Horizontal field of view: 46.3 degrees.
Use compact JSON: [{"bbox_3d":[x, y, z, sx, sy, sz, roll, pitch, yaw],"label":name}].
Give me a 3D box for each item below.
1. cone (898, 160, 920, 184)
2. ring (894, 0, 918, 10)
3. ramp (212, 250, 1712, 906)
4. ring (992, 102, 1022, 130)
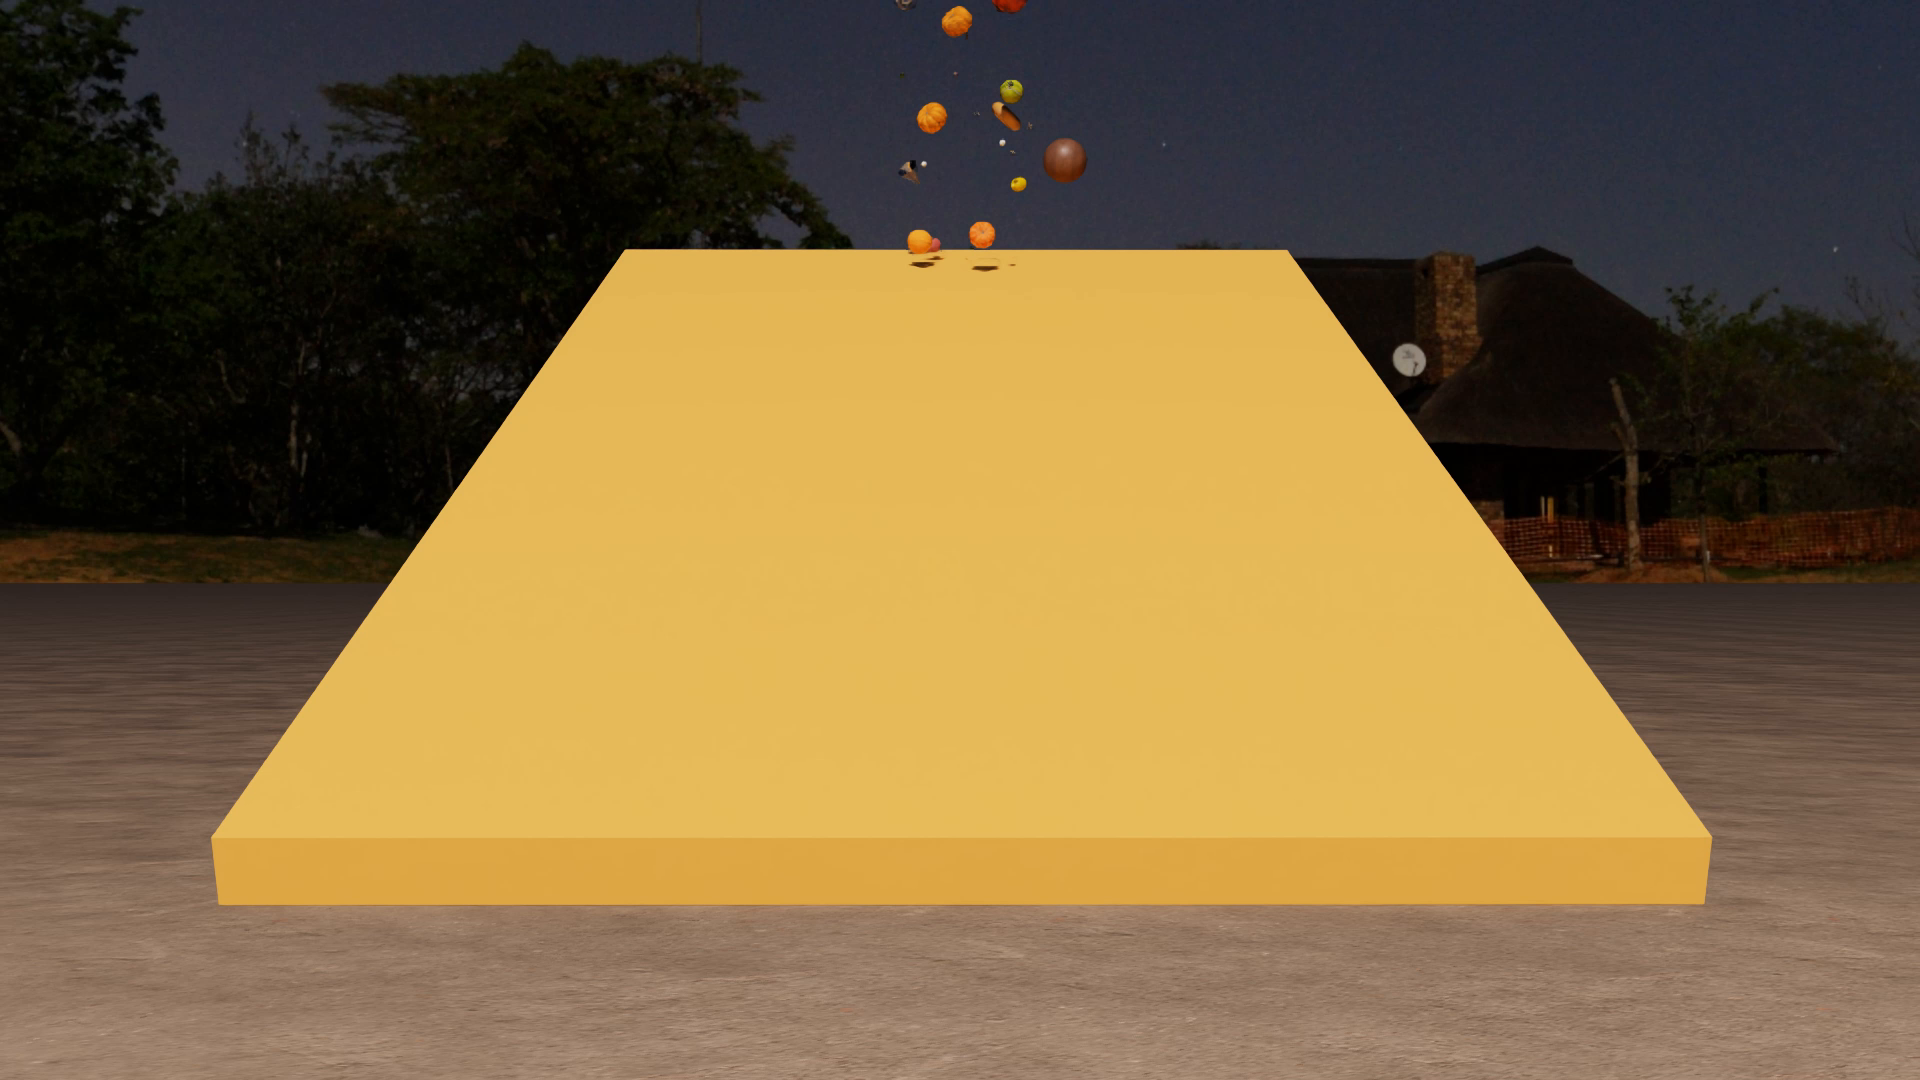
[{"bbox_3d":[-0.135,-1.058,6.523,0.063,0.063,0.063,-1,-40,43],"label":"cone"},{"bbox_3d":[-0.157,-1.578,6.537,0.076,0.076,0.025,1,32,-34],"label":"ring"},{"bbox_3d":[-0.004,-0.193,4.903,2.000,0.100,4.000,0,19,0],"label":"ramp"},{"bbox_3d":[0.137,-1.252,6.636,0.108,0.036,0.108,43,3,-3],"label":"ring"}]
